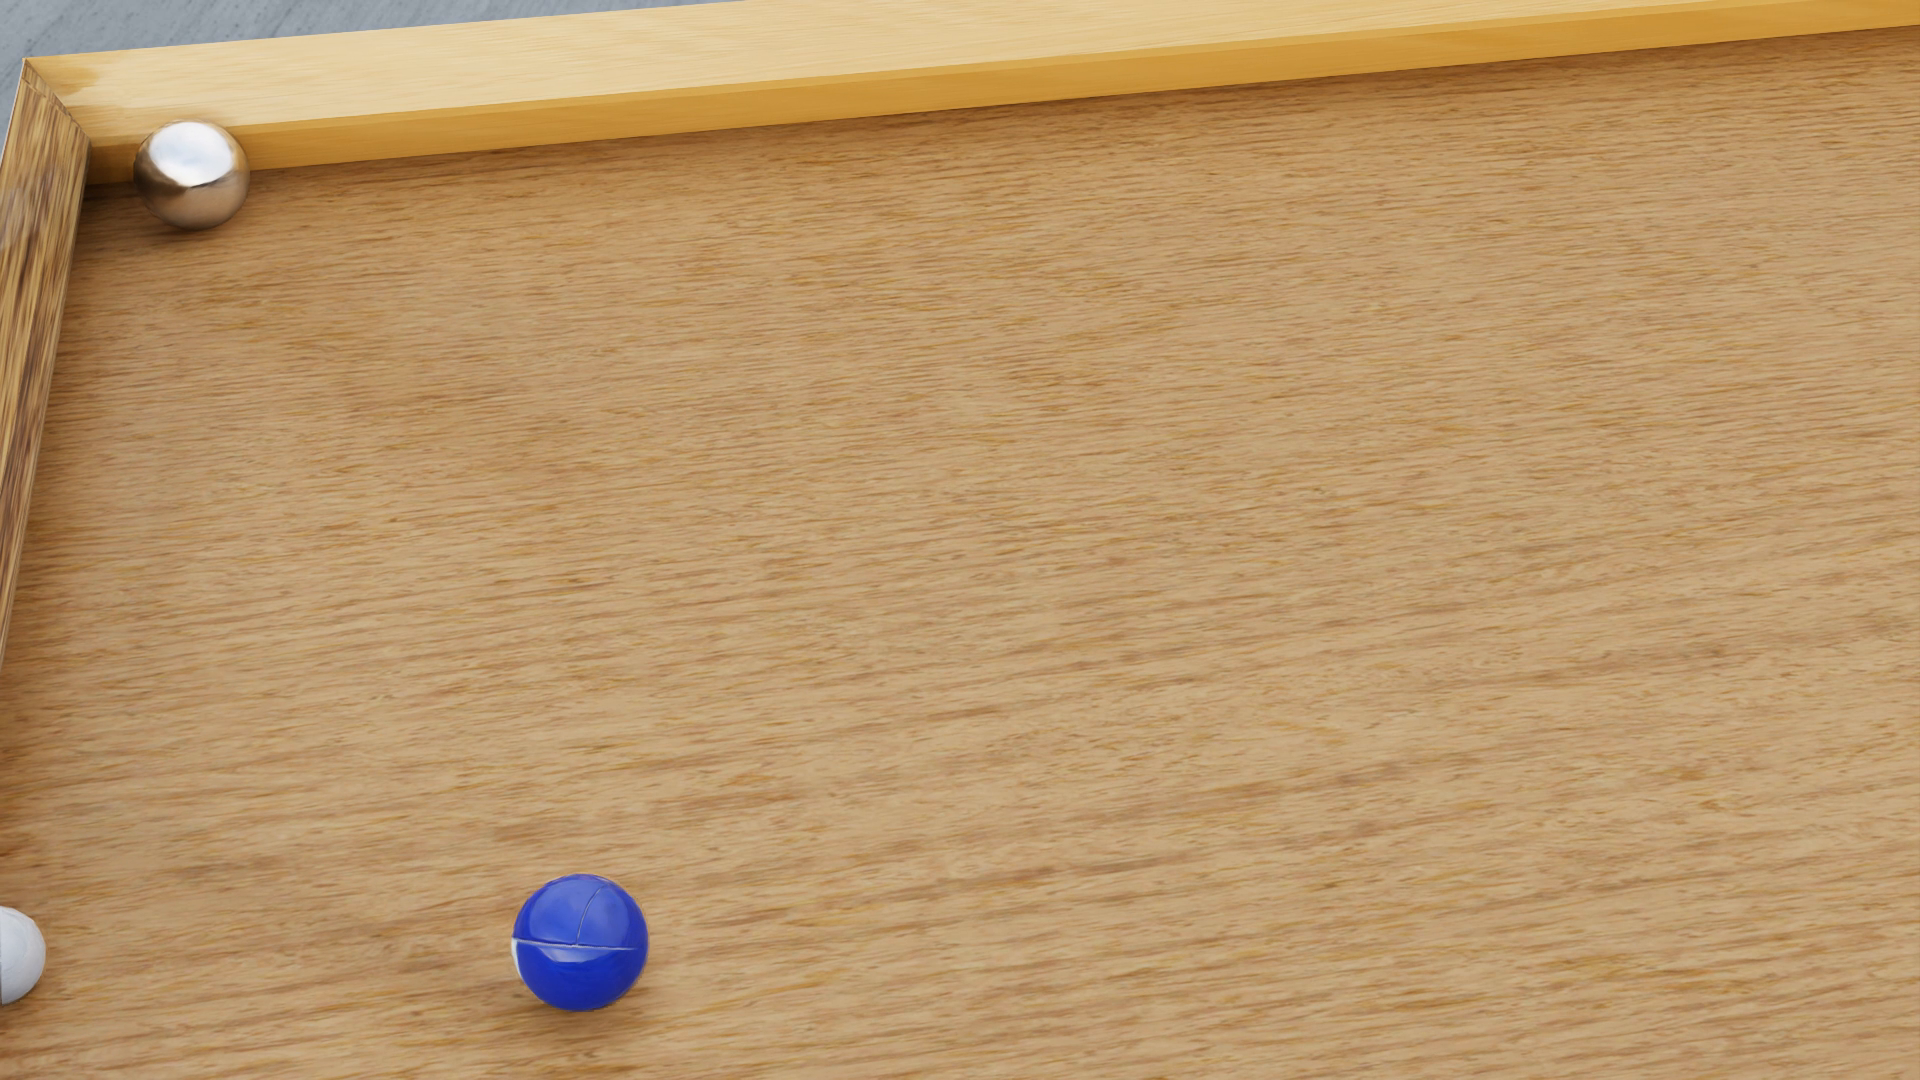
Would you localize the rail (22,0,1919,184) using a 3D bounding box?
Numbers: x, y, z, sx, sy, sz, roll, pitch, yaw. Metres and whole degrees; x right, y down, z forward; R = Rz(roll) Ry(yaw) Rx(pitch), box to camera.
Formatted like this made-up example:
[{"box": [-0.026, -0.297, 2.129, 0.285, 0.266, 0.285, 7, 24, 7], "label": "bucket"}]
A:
[{"box": [0.495, -0.474, 2.298, 2.551, 0.116, 0.045, -7, 36, -9], "label": "rail"}]

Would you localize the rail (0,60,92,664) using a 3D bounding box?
[{"box": [-0.603, 0.051, 1.562, 0.045, 0.116, 1.396, -7, 36, -9], "label": "rail"}]

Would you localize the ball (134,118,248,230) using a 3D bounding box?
[{"box": [-0.621, -0.296, 2.073, 0.089, 0.089, 0.089, 0, 36, 0], "label": "ball"}]

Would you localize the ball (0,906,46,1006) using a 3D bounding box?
[{"box": [-0.519, 0.223, 1.376, 0.053, 0.053, 0.053, 0, 36, 0], "label": "ball"}]

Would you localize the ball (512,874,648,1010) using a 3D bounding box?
[{"box": [-0.203, 0.215, 1.372, 0.072, 0.072, 0.072, 0, 36, 0], "label": "ball"}]
